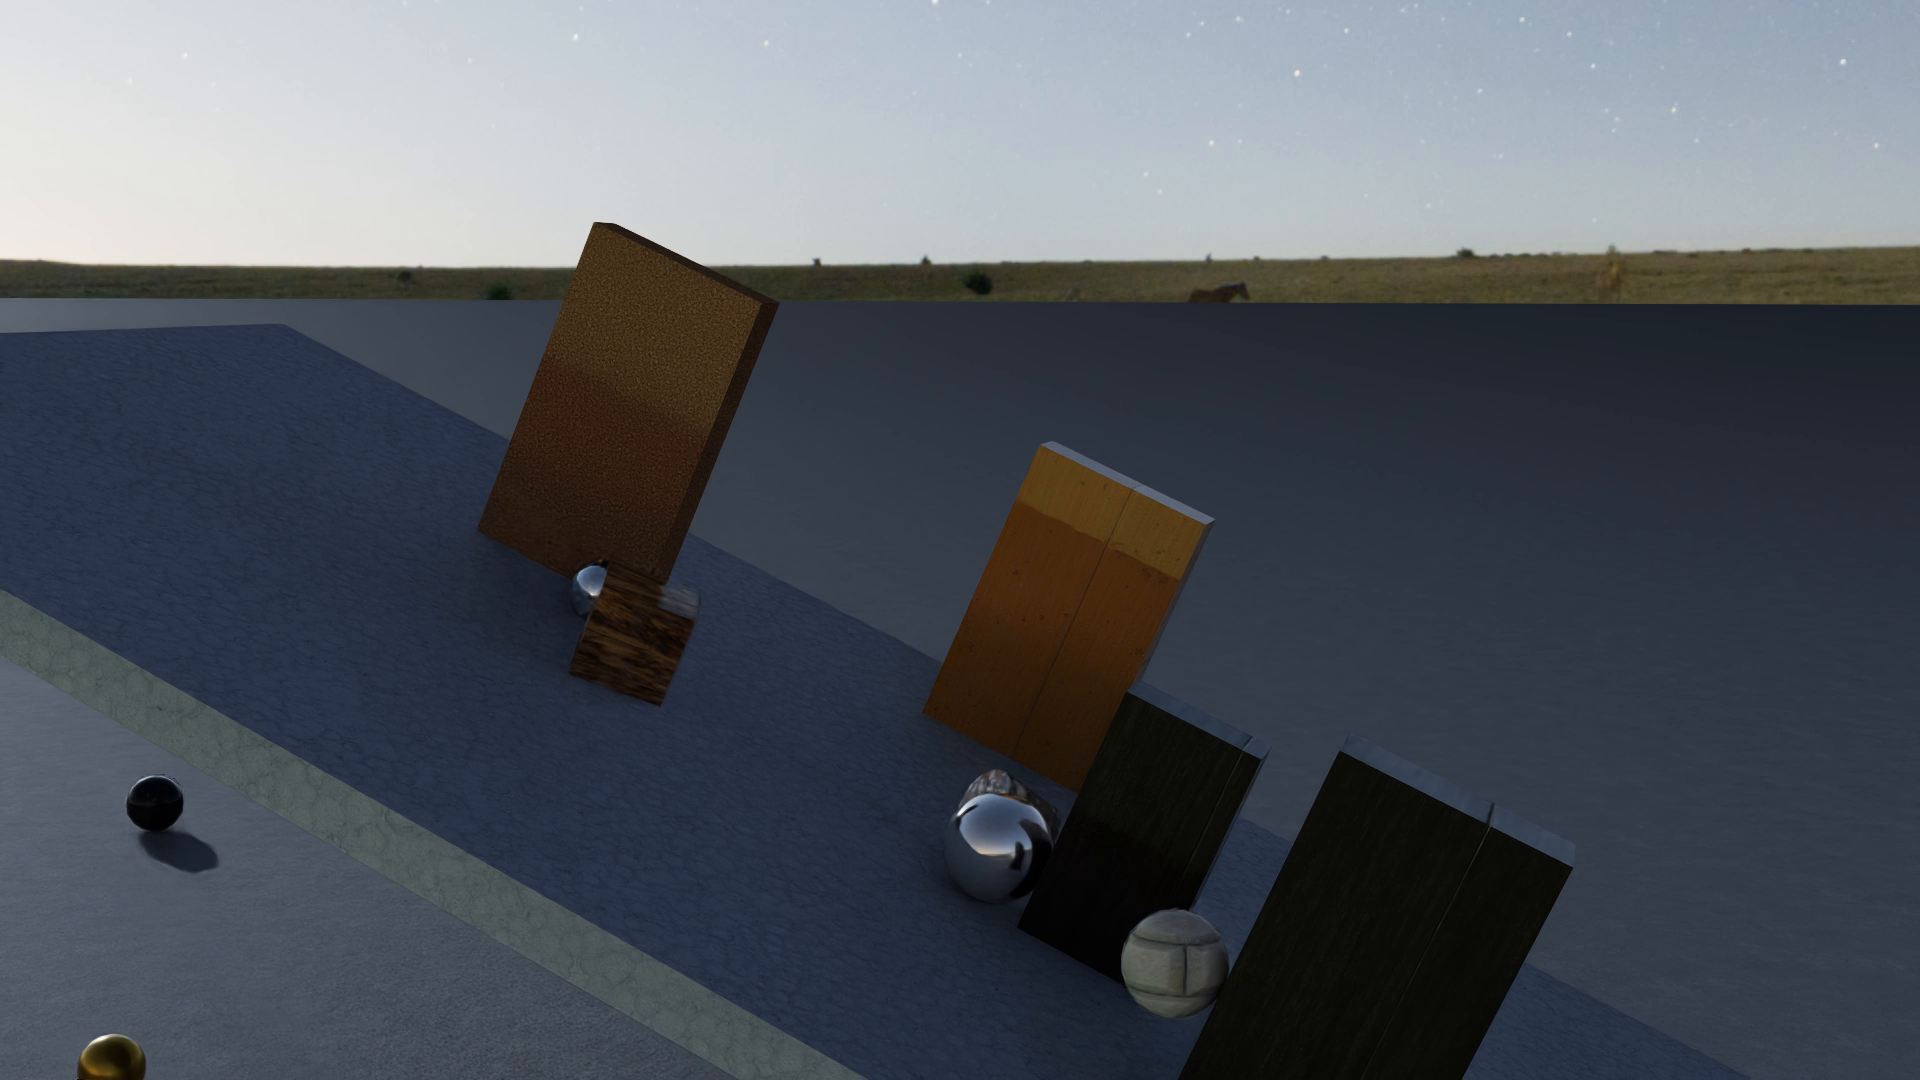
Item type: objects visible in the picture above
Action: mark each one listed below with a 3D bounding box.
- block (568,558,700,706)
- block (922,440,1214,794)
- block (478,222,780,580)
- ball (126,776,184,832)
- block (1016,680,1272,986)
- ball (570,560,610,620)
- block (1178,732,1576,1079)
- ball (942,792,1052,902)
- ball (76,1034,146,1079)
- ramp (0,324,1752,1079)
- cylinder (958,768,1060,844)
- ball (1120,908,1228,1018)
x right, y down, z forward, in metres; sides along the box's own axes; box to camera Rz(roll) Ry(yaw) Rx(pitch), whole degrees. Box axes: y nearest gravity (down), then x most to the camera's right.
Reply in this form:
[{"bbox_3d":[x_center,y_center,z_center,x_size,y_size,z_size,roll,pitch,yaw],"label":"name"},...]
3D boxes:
[{"bbox_3d":[-0.618,0.175,4.188,0.182,0.182,0.182,21,13,-10],"label":"block"},{"bbox_3d":[0.227,0.164,4.671,0.386,0.639,0.109,27,13,13],"label":"block"},{"bbox_3d":[-0.697,-0.253,4.583,0.404,0.706,0.097,27,13,13],"label":"block"},{"bbox_3d":[-2.684,0.878,7.332,0.184,0.184,0.184,0,7,0],"label":"ball"},{"bbox_3d":[0.318,0.516,3.814,0.255,0.471,0.109,27,13,13],"label":"block"},{"bbox_3d":[-0.716,0.106,4.405,0.131,0.131,0.131,0,7,0],"label":"ball"},{"bbox_3d":[0.604,0.670,3.299,0.364,0.654,0.135,27,13,13],"label":"block"},{"bbox_3d":[0.067,0.543,3.888,0.195,0.195,0.195,0,7,0],"label":"ball"},{"bbox_3d":[-1.905,1.184,4.938,0.146,0.146,0.146,0,7,0],"label":"ball"},{"bbox_3d":[-0.280,0.483,4.179,4.000,0.100,2.000,27,13,13],"label":"ramp"},{"bbox_3d":[0.090,0.517,4.075,0.137,0.137,0.137,38,-13,-28],"label":"cylinder"},{"bbox_3d":[0.327,0.644,3.348,0.164,0.164,0.164,0,7,0],"label":"ball"}]
